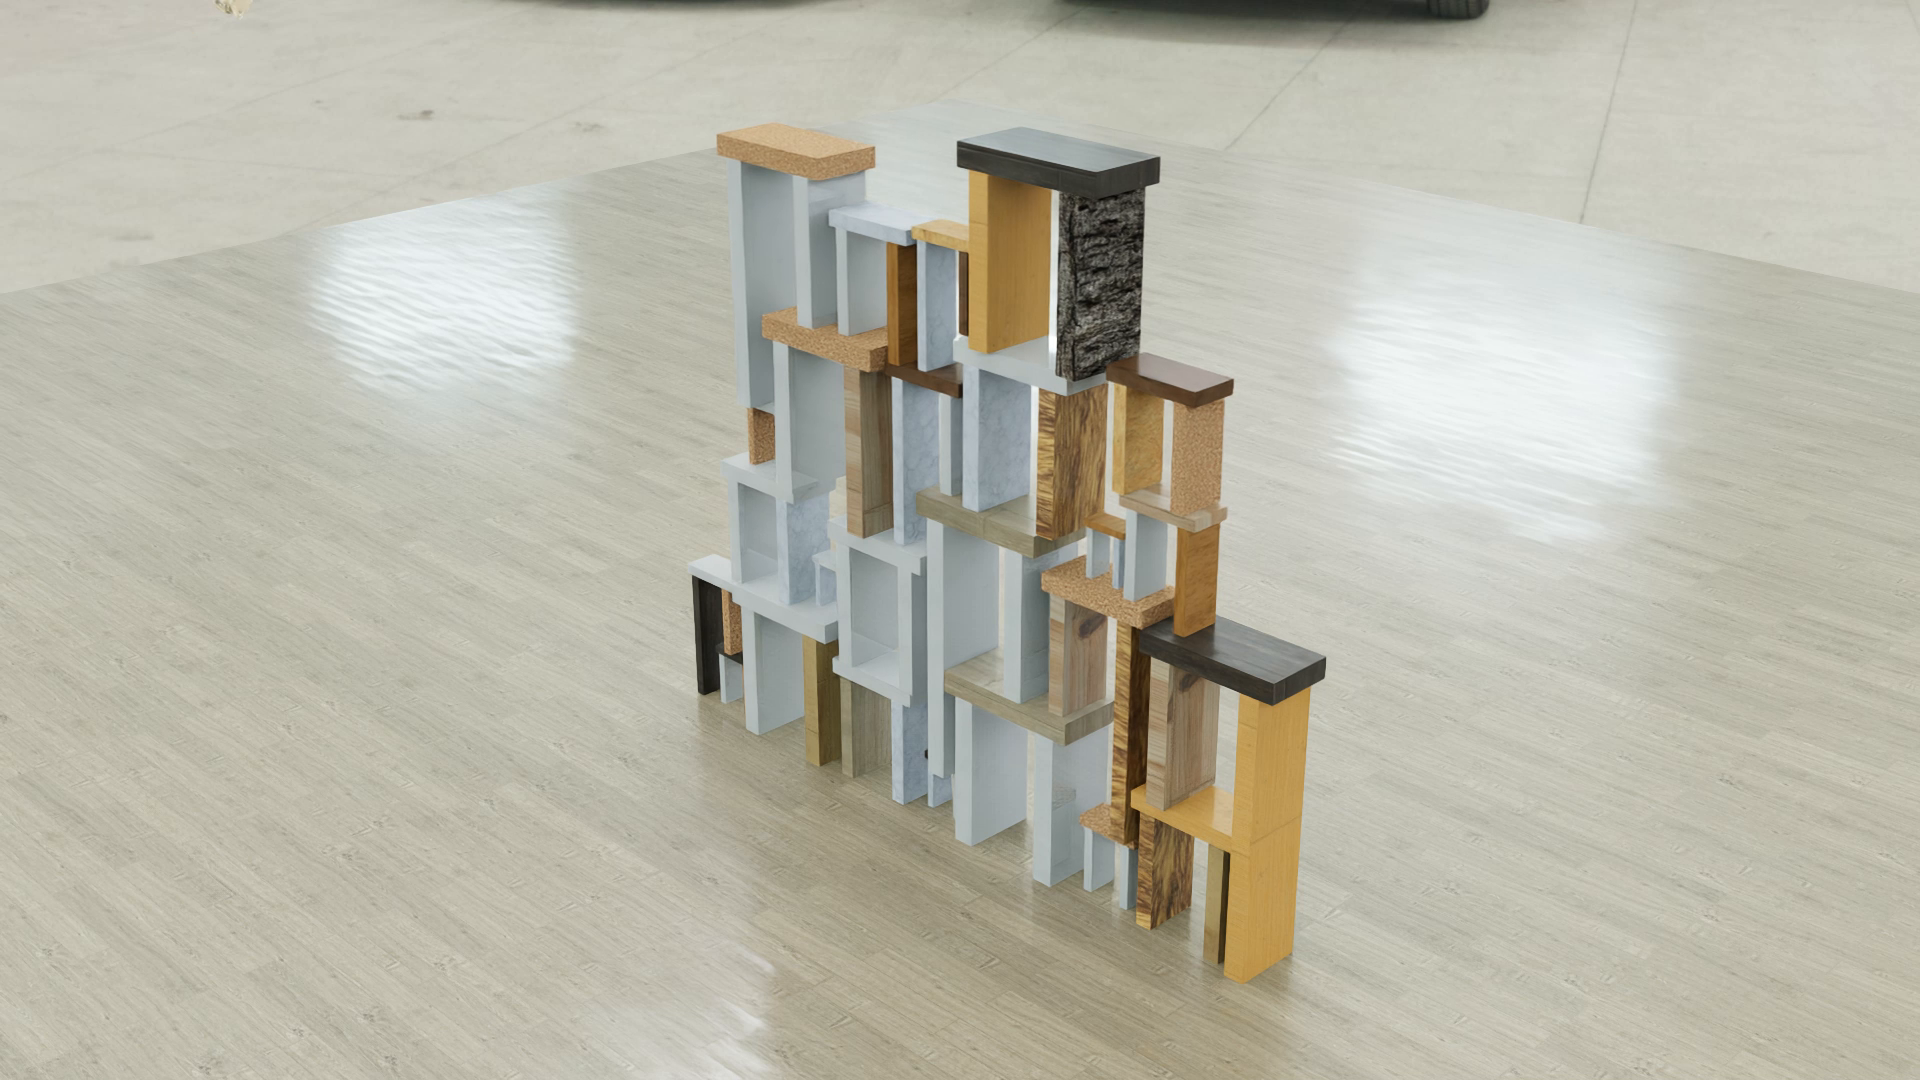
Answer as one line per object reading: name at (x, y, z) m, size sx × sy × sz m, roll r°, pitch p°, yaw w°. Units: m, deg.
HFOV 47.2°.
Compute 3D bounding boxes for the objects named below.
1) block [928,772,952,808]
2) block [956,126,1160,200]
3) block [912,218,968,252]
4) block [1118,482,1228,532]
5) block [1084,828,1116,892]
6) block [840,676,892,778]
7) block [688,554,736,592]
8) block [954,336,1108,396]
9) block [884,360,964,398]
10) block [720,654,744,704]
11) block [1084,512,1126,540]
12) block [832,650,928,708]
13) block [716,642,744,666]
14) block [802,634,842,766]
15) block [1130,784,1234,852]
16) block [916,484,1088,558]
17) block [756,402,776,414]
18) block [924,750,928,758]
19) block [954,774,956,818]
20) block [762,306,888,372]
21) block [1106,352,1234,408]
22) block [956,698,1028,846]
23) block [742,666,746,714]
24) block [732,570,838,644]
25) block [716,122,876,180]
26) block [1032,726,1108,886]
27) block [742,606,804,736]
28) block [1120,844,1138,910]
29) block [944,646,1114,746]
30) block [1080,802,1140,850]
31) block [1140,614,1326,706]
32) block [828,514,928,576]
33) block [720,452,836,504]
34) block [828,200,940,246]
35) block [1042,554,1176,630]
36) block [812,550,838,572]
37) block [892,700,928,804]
block at (-0.041, 0.487, 4.477) m, size 0.015 × 0.107 × 0.054 m, roll 21°, pitch 31°, yaw 40°
block at (0.166, -0.647, 3.762) m, size 0.162 × 0.046 × 0.324 m, roll -21°, pitch 31°, yaw -40°
block at (-0.005, -0.553, 3.998) m, size 0.157 × 0.022 × 0.078 m, roll 21°, pitch 31°, yaw 40°
block at (0.368, -0.059, 3.799) m, size 0.086 × 0.024 × 0.172 m, roll -21°, pitch 31°, yaw -40°
block at (0.266, 0.596, 4.184) m, size 0.067 × 0.135 × 0.019 m, roll -21°, pitch 31°, yaw -41°
block at (-0.194, 0.372, 4.590) m, size 0.033 × 0.229 × 0.115 m, roll 21°, pitch 31°, yaw 41°
block at (-0.519, 0.072, 4.818) m, size 0.155 × 0.022 × 0.077 m, roll 21°, pitch 31°, yaw 41°
block at (0.136, -0.325, 3.942) m, size 0.140 × 0.040 × 0.280 m, roll -21°, pitch 31°, yaw -40°
block at (-0.037, -0.314, 4.138) m, size 0.099 × 0.028 × 0.199 m, roll -21°, pitch 31°, yaw -40°
block at (-0.506, 0.300, 4.902) m, size 0.017 × 0.119 × 0.059 m, roll 21°, pitch 31°, yaw 41°
block at (0.272, -0.025, 3.925) m, size 0.049 × 0.014 × 0.097 m, roll -21°, pitch 30°, yaw -39°
block at (-0.140, 0.273, 4.489) m, size 0.230 × 0.033 × 0.115 m, roll 21°, pitch 31°, yaw 41°
block at (-0.478, 0.249, 4.849) m, size 0.119 × 0.017 × 0.059 m, roll 21°, pitch 31°, yaw 41°
block at (-0.259, 0.316, 4.638) m, size 0.042 × 0.296 × 0.148 m, roll 21°, pitch 31°, yaw 41°
block at (0.437, 0.487, 3.960) m, size 0.238 × 0.034 × 0.119 m, roll 21°, pitch 31°, yaw 41°
block at (0.079, -0.049, 4.114) m, size 0.153 × 0.043 × 0.306 m, roll -21°, pitch 31°, yaw -41°
block at (-0.380, -0.282, 4.527) m, size 0.128 × 0.018 × 0.064 m, roll 21°, pitch 30°, yaw 40°
block at (-0.015, 0.440, 4.430) m, size 0.107 × 0.015 × 0.054 m, roll 21°, pitch 31°, yaw 40°
block at (0.011, 0.506, 4.431) m, size 0.015 × 0.107 × 0.054 m, roll 21°, pitch 31°, yaw 41°
block at (-0.225, -0.401, 4.299) m, size 0.157 × 0.044 × 0.314 m, roll -21°, pitch 31°, yaw -40°
block at (0.354, -0.272, 3.725) m, size 0.099 × 0.028 × 0.199 m, roll -21°, pitch 31°, yaw -40°
block at (0.063, 0.431, 4.340) m, size 0.045 × 0.316 × 0.158 m, roll 21°, pitch 31°, yaw 41°
block at (-0.450, 0.322, 4.850) m, size 0.017 × 0.119 × 0.059 m, roll 21°, pitch 31°, yaw 41°
block at (-0.329, 0.133, 4.636) m, size 0.296 × 0.042 × 0.148 m, roll 21°, pitch 31°, yaw 41°
block at (-0.319, -0.754, 4.259) m, size 0.148 × 0.042 × 0.297 m, roll -21°, pitch 31°, yaw -41°
block at (0.212, 0.490, 4.203) m, size 0.045 × 0.316 × 0.158 m, roll 21°, pitch 31°, yaw 41°
block at (-0.398, 0.261, 4.766) m, size 0.042 × 0.296 × 0.148 m, roll 21°, pitch 31°, yaw 41°
block at (0.330, 0.620, 4.126) m, size 0.067 × 0.135 × 0.019 m, roll -21°, pitch 31°, yaw -41°
block at (0.137, 0.294, 4.201) m, size 0.316 × 0.045 × 0.158 m, roll 21°, pitch 31°, yaw 41°
block at (0.297, 0.536, 4.126) m, size 0.135 × 0.019 × 0.067 m, roll 21°, pitch 31°, yaw 40°
block at (0.469, 0.197, 3.797) m, size 0.292 × 0.041 × 0.146 m, roll 21°, pitch 31°, yaw 41°
block at (-0.124, -0.003, 4.363) m, size 0.134 × 0.038 × 0.268 m, roll -21°, pitch 31°, yaw -41°
block at (-0.379, -0.136, 4.576) m, size 0.233 × 0.033 × 0.117 m, roll 21°, pitch 31°, yaw 41°
block at (-0.137, -0.595, 4.125) m, size 0.209 × 0.030 × 0.104 m, roll 21°, pitch 31°, yaw 40°
block at (0.276, 0.091, 3.962) m, size 0.121 × 0.034 × 0.241 m, roll -21°, pitch 31°, yaw -40°
block at (-0.255, 0.045, 4.528) m, size 0.048 × 0.014 × 0.095 m, roll -21°, pitch 31°, yaw -41°
block at (-0.086, 0.414, 4.490) m, size 0.033 × 0.229 × 0.115 m, roll 21°, pitch 31°, yaw 41°
